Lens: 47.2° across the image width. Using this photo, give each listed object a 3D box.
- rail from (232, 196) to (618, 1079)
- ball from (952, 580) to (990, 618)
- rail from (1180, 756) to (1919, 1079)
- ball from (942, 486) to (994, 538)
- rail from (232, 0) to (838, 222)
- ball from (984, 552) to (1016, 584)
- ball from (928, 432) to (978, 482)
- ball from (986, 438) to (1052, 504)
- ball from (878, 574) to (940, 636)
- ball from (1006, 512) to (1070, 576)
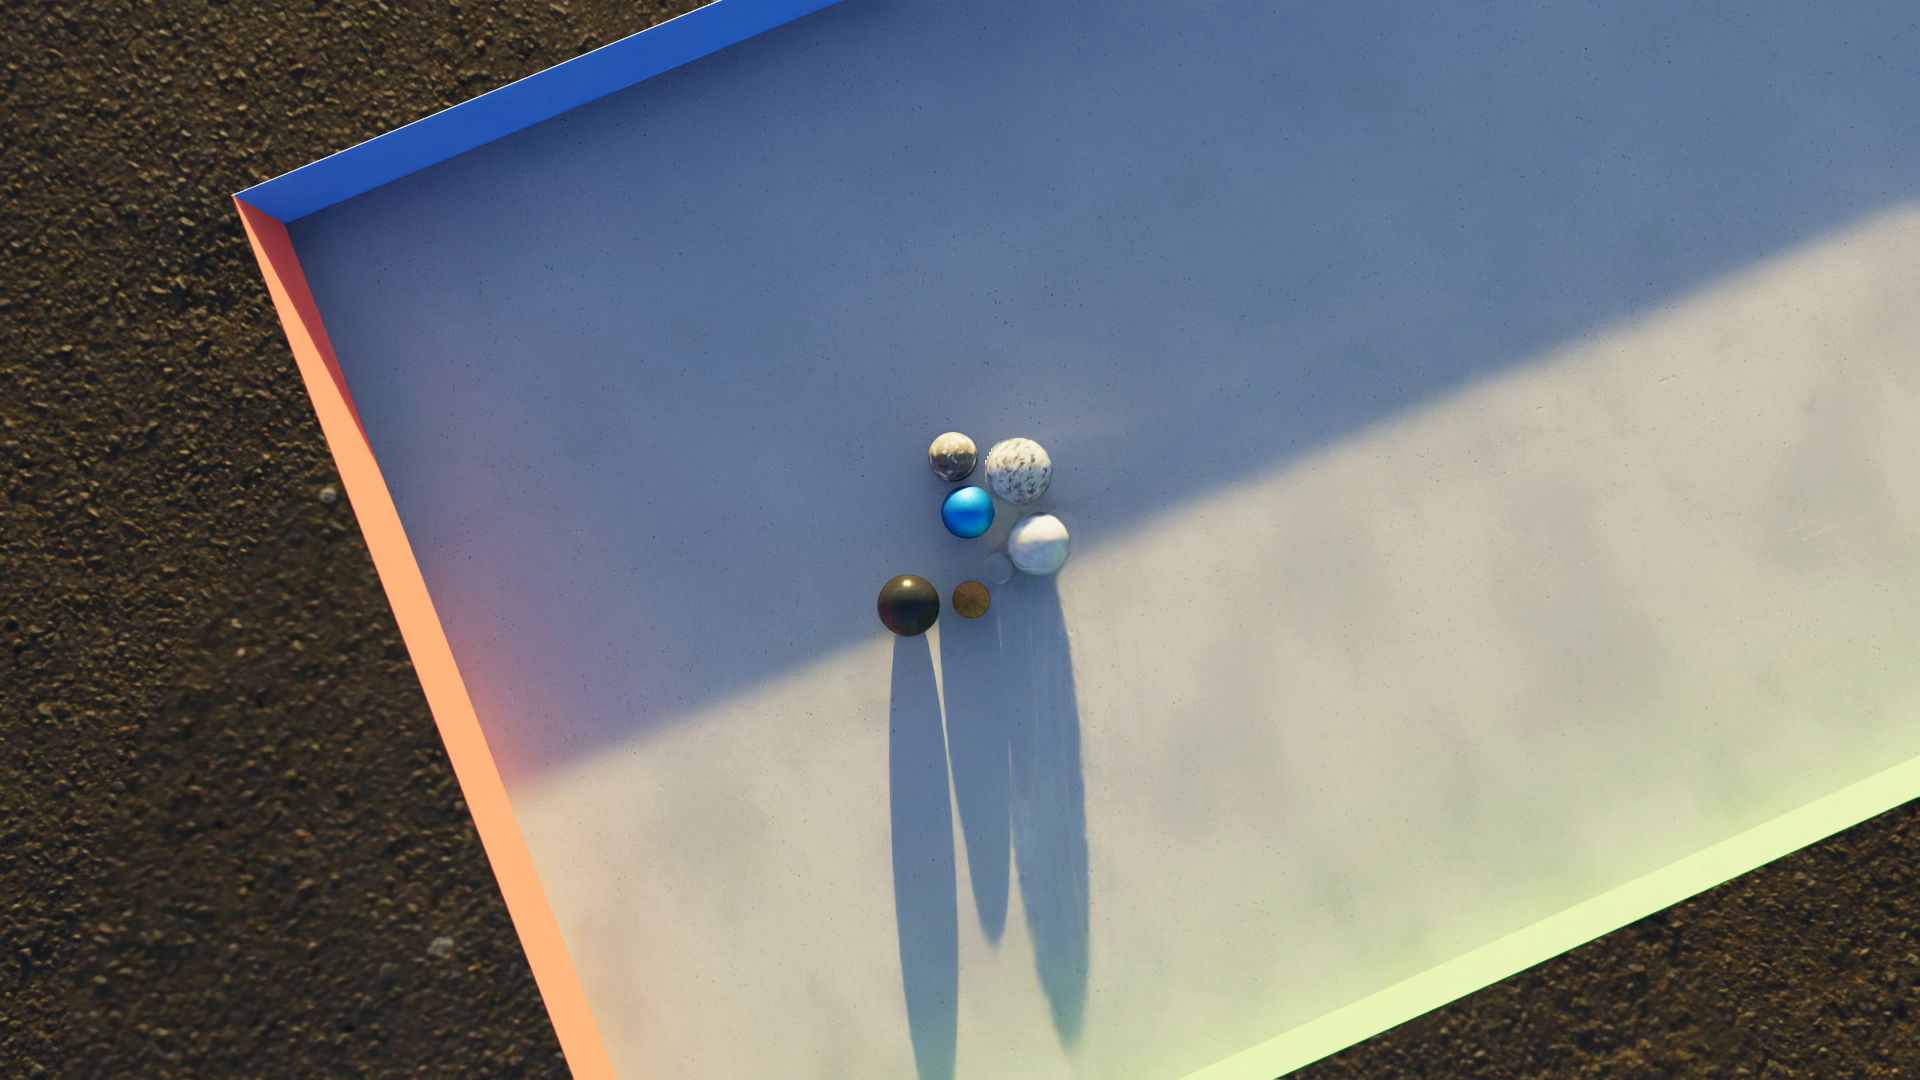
[{"bbox_3d":[-0.714,0.294,3.197,0.045,0.127,1.770,-23,82,-3],"label":"rail"},{"bbox_3d":[0.017,0.088,3.266,0.057,0.057,0.057,0,81,0],"label":"ball"},{"bbox_3d":[1.071,0.472,3.170,3.195,0.127,0.045,-23,82,-3],"label":"rail"},{"bbox_3d":[0.012,-0.041,3.274,0.080,0.080,0.080,0,81,0],"label":"ball"},{"bbox_3d":[0.399,-1.096,3.414,3.195,0.127,0.045,-23,82,-3],"label":"rail"},{"bbox_3d":[0.059,0.042,3.278,0.046,0.046,0.046,0,81,0],"label":"ball"},{"bbox_3d":[-0.010,-0.124,3.290,0.074,0.074,0.074,0,81,0],"label":"ball"},{"bbox_3d":[0.089,-0.102,3.275,0.097,0.097,0.097,0,81,0],"label":"ball"},{"bbox_3d":[-0.076,0.097,3.246,0.093,0.093,0.093,0,81,0],"label":"ball"},{"bbox_3d":[0.116,0.006,3.260,0.093,0.093,0.093,0,81,0],"label":"ball"}]
